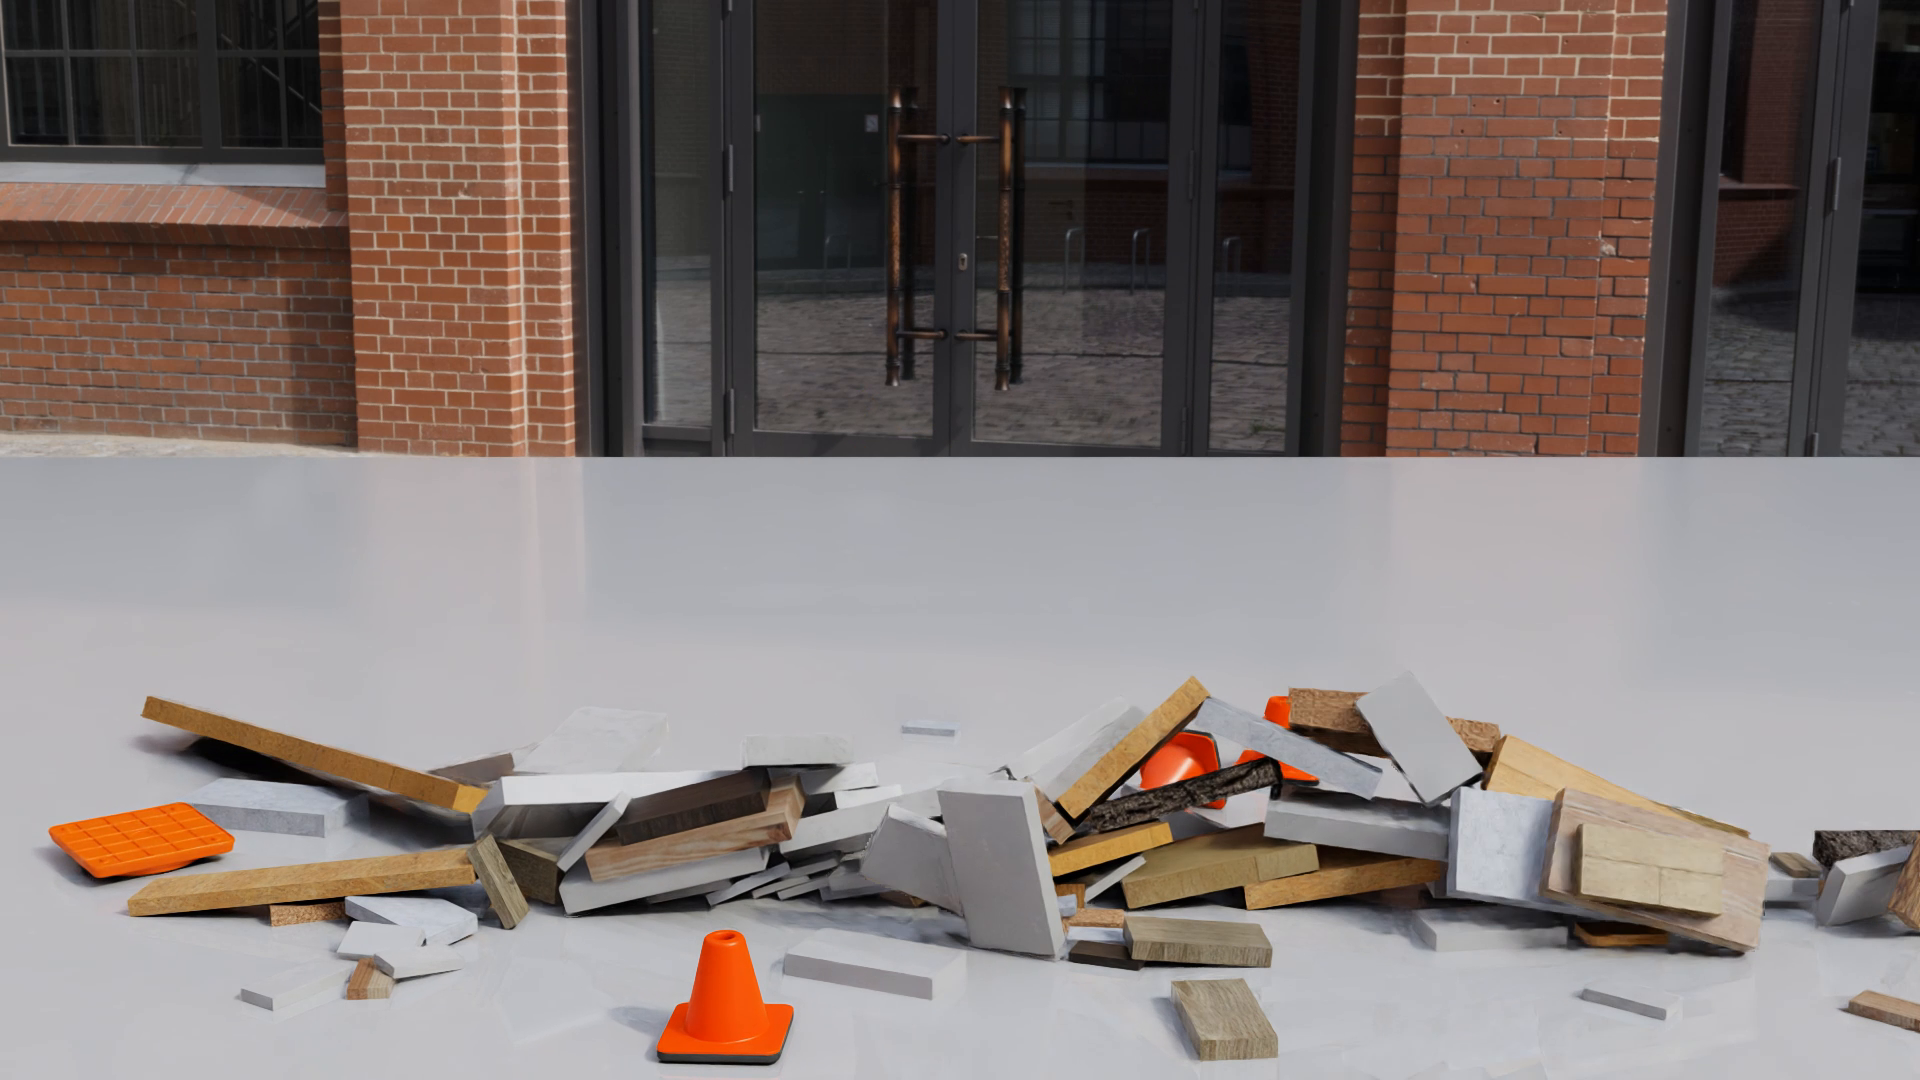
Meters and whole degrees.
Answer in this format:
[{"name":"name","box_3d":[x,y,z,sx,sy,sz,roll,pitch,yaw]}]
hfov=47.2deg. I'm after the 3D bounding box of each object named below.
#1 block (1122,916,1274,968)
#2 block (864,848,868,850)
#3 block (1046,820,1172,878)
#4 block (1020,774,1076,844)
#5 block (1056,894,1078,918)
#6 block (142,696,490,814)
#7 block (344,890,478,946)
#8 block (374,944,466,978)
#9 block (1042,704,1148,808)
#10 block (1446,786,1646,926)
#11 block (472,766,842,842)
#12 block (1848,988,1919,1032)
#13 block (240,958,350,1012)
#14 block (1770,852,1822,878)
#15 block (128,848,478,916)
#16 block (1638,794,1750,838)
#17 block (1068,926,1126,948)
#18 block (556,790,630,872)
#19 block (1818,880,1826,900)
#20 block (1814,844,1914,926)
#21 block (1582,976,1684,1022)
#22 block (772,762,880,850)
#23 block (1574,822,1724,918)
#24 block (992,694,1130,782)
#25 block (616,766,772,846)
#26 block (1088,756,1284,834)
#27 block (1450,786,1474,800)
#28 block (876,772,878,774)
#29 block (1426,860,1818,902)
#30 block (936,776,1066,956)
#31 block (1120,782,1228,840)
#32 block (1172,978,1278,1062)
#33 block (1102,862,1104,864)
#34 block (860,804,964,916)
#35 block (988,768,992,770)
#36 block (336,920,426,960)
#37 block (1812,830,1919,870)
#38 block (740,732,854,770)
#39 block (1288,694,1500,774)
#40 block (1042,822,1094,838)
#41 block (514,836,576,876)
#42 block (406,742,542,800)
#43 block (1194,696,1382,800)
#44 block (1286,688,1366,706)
[{"name":"block","box_3d":[0.364,0.618,3.386,0.214,0.030,0.107,4,10,-4]},{"name":"block","box_3d":[-0.107,0.537,3.909,0.113,0.016,0.057,-9,14,-41]},{"name":"block","box_3d":[0.186,0.517,3.602,0.307,0.033,0.115,-14,-1,-18]},{"name":"block","box_3d":[0.142,0.458,3.760,0.034,0.119,0.330,-41,-5,-2]},{"name":"block","box_3d":[0.118,0.595,3.523,0.137,0.016,0.055,-11,10,7]},{"name":"block","box_3d":[-1.229,0.416,4.230,1.093,0.045,0.158,7,-11,42]},{"name":"block","box_3d":[-0.871,0.594,3.488,0.201,0.028,0.100,15,23,35]},{"name":"block","box_3d":[-0.815,0.635,3.317,0.121,0.017,0.060,1,13,-45]},{"name":"block","box_3d":[0.232,0.369,3.750,0.216,0.031,0.108,-42,-12,-3]},{"name":"block","box_3d":[0.938,0.497,3.458,0.331,0.166,0.047,9,-20,-3]},{"name":"block","box_3d":[-0.493,0.449,3.756,0.644,0.049,0.172,2,-27,-30]},{"name":"block","box_3d":[1.349,0.677,3.151,0.126,0.018,0.063,10,15,43]},{"name":"block","box_3d":[-0.982,0.657,3.253,0.071,0.020,0.141,7,13,33]},{"name":"block","box_3d":[1.380,0.537,3.634,0.047,0.013,0.094,-1,11,-3]},{"name":"block","box_3d":[-1.054,0.554,3.568,0.581,0.028,0.100,-6,11,8]},{"name":"block","box_3d":[1.109,0.445,3.709,0.401,0.048,0.171,17,0,11]},{"name":"block","box_3d":[0.225,0.624,3.442,0.111,0.016,0.055,1,11,6]},{"name":"block","box_3d":[-0.594,0.472,3.564,0.020,0.141,0.071,43,13,-8]},{"name":"block","box_3d":[1.259,0.583,3.665,0.769,0.015,0.054,0,11,1]},{"name":"block","box_3d":[1.486,0.550,3.535,0.220,0.110,0.031,-8,34,-20]},{"name":"block","box_3d":[0.980,0.667,3.205,0.126,0.018,0.063,9,14,39]},{"name":"block","box_3d":[-0.239,0.461,3.796,0.143,0.041,0.286,-6,-24,-17]},{"name":"block","box_3d":[1.057,0.507,3.372,0.220,0.110,0.031,9,-20,-2]},{"name":"block","box_3d":[0.172,0.351,3.791,0.243,0.034,0.121,-29,-6,-20]},{"name":"block","box_3d":[-0.429,0.430,3.556,0.239,0.034,0.119,-14,14,3]},{"name":"block","box_3d":[0.383,0.427,3.707,0.311,0.044,0.156,-17,-6,11]},{"name":"block","box_3d":[0.873,0.445,3.653,0.260,0.037,0.130,32,0,20]},{"name":"block","box_3d":[-0.182,0.468,4.076,0.108,0.031,0.217,-4,11,-21]},{"name":"block","box_3d":[1.089,0.558,3.655,0.623,0.037,0.130,0,11,1]},{"name":"block","box_3d":[0.064,0.498,3.356,0.143,0.286,0.041,1,26,27]},{"name":"block","box_3d":[0.387,0.510,3.896,0.021,0.072,0.347,5,7,-30]},{"name":"block","box_3d":[0.372,0.678,3.114,0.107,0.030,0.214,-1,11,-5]},{"name":"block","box_3d":[0.266,0.558,3.801,0.099,0.014,0.049,-5,12,-27]},{"name":"block","box_3d":[-0.022,0.512,3.439,0.243,0.121,0.034,22,27,-6]},{"name":"block","box_3d":[-0.010,0.465,4.288,0.145,0.021,0.072,0,11,-1]},{"name":"block","box_3d":[-0.889,0.620,3.381,0.121,0.017,0.060,3,42,15]},{"name":"block","box_3d":[1.644,0.539,3.729,0.331,0.047,0.166,0,10,1]},{"name":"block","box_3d":[-0.279,0.359,3.716,0.172,0.049,0.344,-1,-7,-8]},{"name":"block","box_3d":[0.741,0.332,3.739,0.342,0.048,0.171,7,-16,17]},{"name":"block","box_3d":[-0.032,0.506,4.038,0.612,0.031,0.108,1,11,8]},{"name":"block","box_3d":[-0.625,0.538,3.825,0.317,0.045,0.158,-9,14,-39]},{"name":"block","box_3d":[-0.894,0.430,4.162,0.309,0.044,0.154,-15,0,35]},{"name":"block","box_3d":[0.551,0.346,3.678,0.311,0.044,0.156,23,3,12]},{"name":"block","box_3d":[0.686,0.292,3.795,0.216,0.031,0.108,3,-19,30]}]
